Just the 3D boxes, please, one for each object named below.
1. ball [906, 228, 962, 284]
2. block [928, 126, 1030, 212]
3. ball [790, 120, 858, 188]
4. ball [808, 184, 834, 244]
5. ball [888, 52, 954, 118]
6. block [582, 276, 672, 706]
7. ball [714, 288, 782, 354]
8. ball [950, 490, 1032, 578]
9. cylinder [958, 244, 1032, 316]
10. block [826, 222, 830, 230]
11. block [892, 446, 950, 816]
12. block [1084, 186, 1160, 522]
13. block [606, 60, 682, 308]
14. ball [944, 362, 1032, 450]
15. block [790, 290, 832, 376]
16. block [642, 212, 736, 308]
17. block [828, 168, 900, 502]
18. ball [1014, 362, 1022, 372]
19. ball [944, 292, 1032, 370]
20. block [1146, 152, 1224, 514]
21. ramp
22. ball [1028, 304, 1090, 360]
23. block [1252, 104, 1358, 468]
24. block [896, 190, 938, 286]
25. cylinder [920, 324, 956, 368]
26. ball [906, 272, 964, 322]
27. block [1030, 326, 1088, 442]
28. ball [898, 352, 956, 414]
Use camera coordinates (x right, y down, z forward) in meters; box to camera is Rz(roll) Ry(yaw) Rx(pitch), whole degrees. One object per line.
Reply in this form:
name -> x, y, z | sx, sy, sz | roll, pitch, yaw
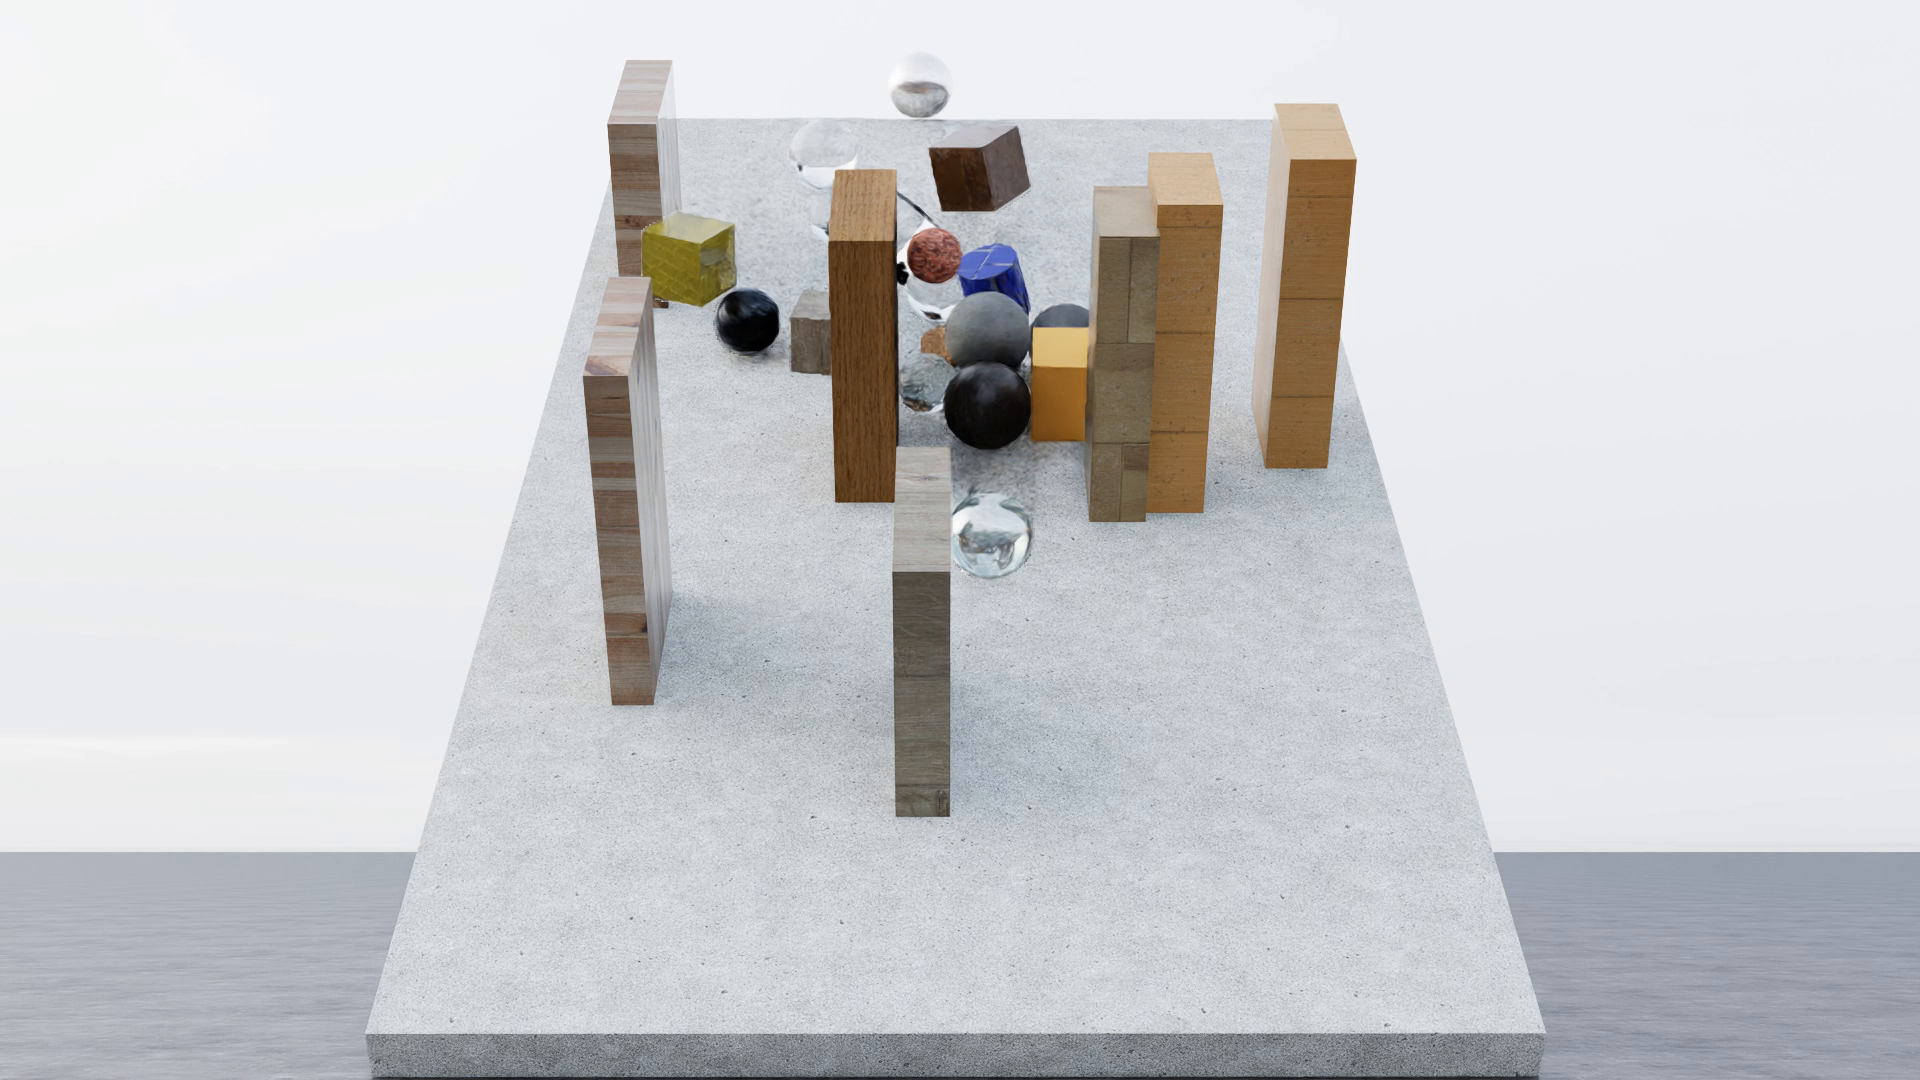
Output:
ball -> -0.060, -0.662, 5.699 | 0.130, 0.130, 0.130 | 0, -7, 0
block -> 0.053, -1.013, 6.670 | 0.180, 0.180, 0.180 | 6, 30, 36
ball -> -0.393, -1.112, 7.052 | 0.195, 0.195, 0.195 | 0, -7, 0
ball -> -0.331, -0.892, 6.725 | 0.172, 0.172, 0.172 | 0, -7, 0
ball -> -0.122, -1.398, 7.529 | 0.204, 0.204, 0.204 | 0, -7, 0
block -> -0.660, -0.096, 4.912 | 0.084, 0.754, 0.415 | 0, 32, 0
ball -> -0.536, -0.555, 6.193 | 0.168, 0.168, 0.168 | 0, -7, 0
ball -> 0.063, -0.013, 5.317 | 0.188, 0.188, 0.188 | 0, -7, 0
cylinder -> 0.084, -0.622, 6.026 | 0.153, 0.153, 0.153 | -3, -51, 20
block -> -0.292, -0.798, 6.604 | 0.112, 0.112, 0.112 | -8, 19, -6
block -> -0.070, 0.172, 4.678 | 0.104, 0.554, 0.443 | 0, 32, 0
block -> 0.357, -0.409, 5.459 | 0.128, 0.709, 0.259 | 0, 32, 0
block -> -0.828, -0.944, 6.481 | 0.124, 0.517, 0.440 | 0, 32, 0
ball -> 0.065, -0.318, 5.779 | 0.209, 0.209, 0.209 | 0, -7, 0
block -> -0.332, -0.520, 6.150 | 0.154, 0.154, 0.154 | 6, 33, 8
block -> -0.668, -0.695, 6.050 | 0.165, 0.165, 0.165 | 14, 30, 22
block -> -0.215, -0.466, 5.593 | 0.140, 0.658, 0.382 | 0, 32, 0
ball -> 0.091, -0.446, 6.066 | 0.122, 0.122, 0.122 | 0, -7, 0
ball -> 0.067, -0.494, 5.898 | 0.209, 0.209, 0.209 | 0, -7, 0
block -> 0.485, -0.458, 5.486 | 0.139, 0.764, 0.276 | 0, 32, 0
ramp -> -0.015, -0.188, 5.864 | 2.000, 0.100, 4.000 | 0, 32, 0
ball -> 0.263, -0.488, 6.067 | 0.194, 0.194, 0.194 | 0, -7, 0
block -> 0.789, -0.583, 5.670 | 0.145, 0.781, 0.319 | 0, 32, 0
block -> -0.186, -0.811, 6.411 | 0.176, 0.176, 0.176 | 40, 1, 33
cylinder -> -0.024, -0.484, 6.097 | 0.108, 0.108, 0.108 | -26, 11, -40
ball -> -0.051, -0.651, 6.339 | 0.178, 0.178, 0.178 | 0, -7, 0
block -> 0.272, -0.374, 5.879 | 0.201, 0.201, 0.201 | 1, 32, 1
ball -> -0.079, -0.379, 5.923 | 0.147, 0.147, 0.147 | 0, -7, 0
